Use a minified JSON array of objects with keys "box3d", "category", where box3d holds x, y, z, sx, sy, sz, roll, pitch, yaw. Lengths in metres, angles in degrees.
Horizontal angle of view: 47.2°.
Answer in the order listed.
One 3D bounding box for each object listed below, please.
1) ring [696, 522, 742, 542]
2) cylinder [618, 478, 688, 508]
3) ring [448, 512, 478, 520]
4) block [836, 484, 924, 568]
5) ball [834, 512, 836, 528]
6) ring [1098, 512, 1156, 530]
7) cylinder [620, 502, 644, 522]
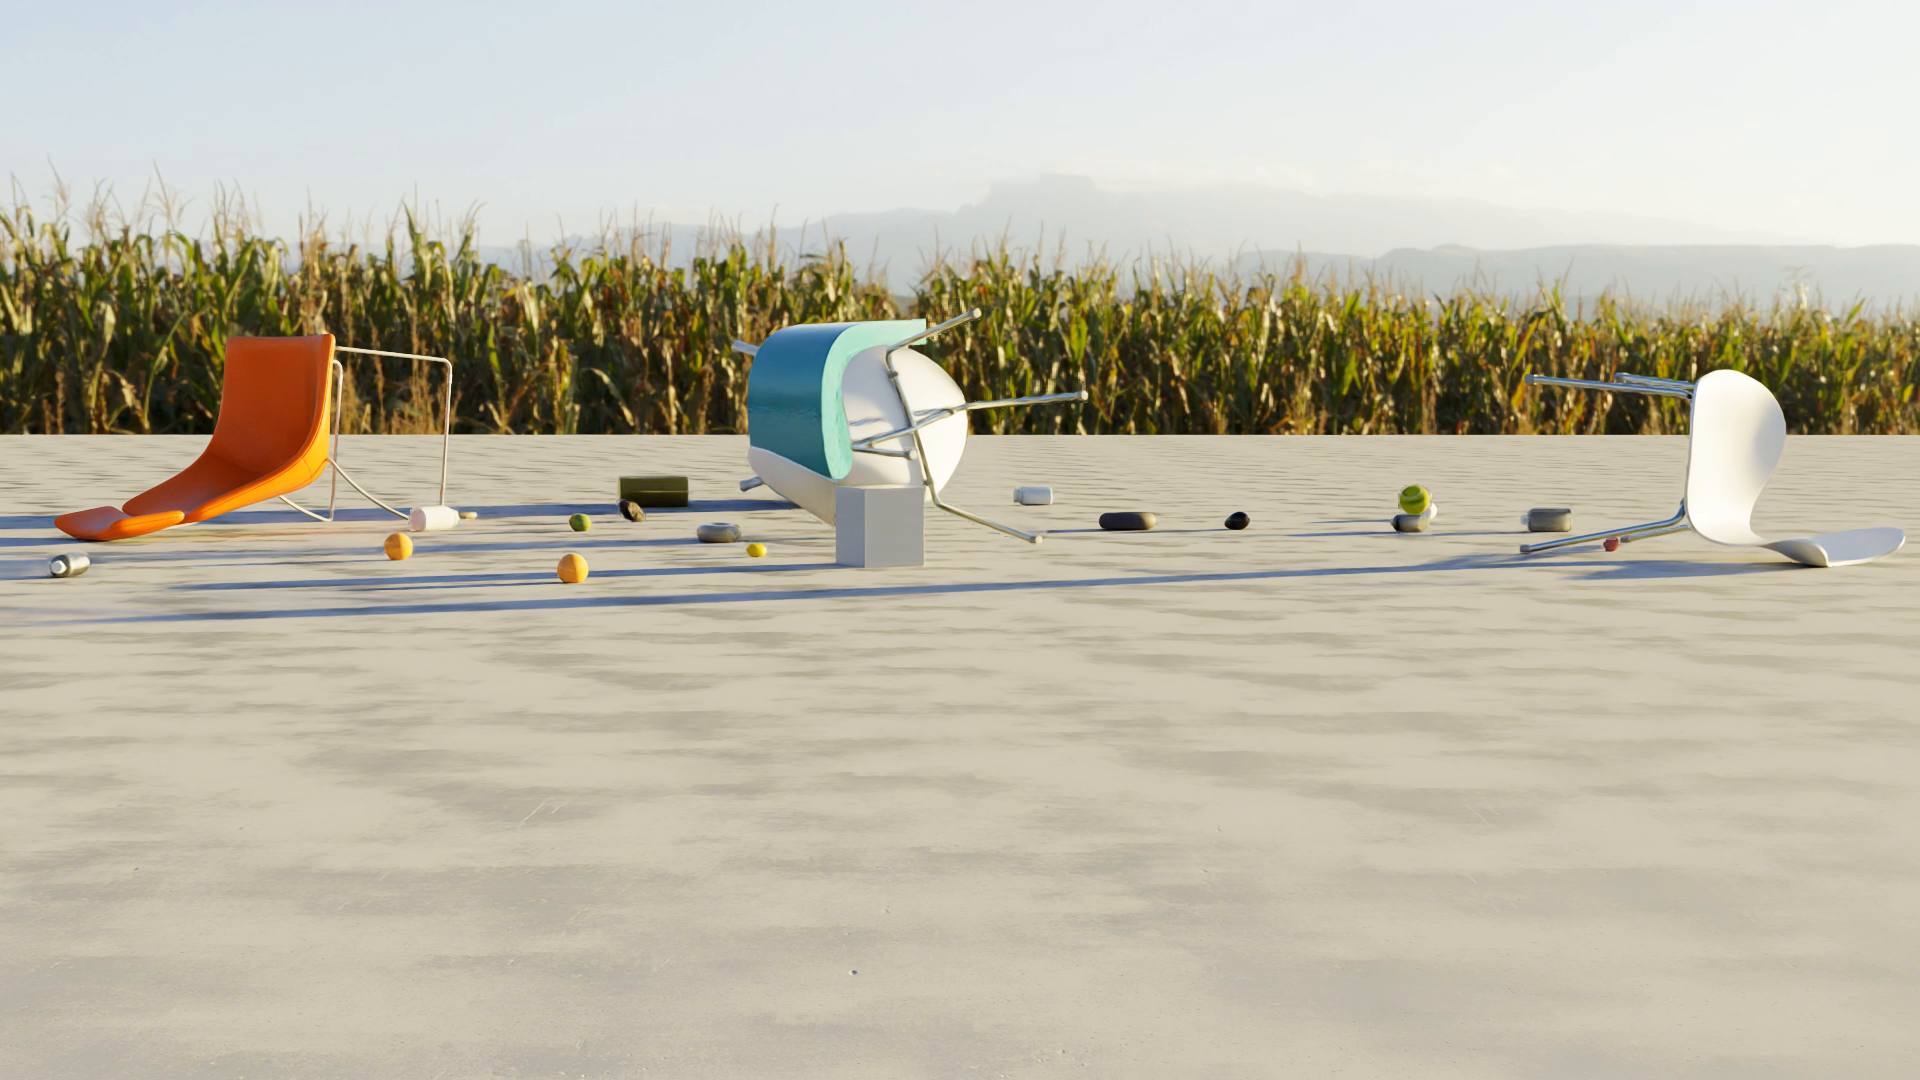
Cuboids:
[{"box3d":[-0.713,-0.022,6.501,0.131,0.052,0.226,0,4,-11],"category":"ring"},{"box3d":[-1.169,-0.183,8.379,0.256,0.113,0.116,-1,-10,-14],"category":"cylinder"},{"box3d":[-1.726,-0.085,7.621,0.106,0.022,0.060,-3,6,-33],"category":"ring"},{"box3d":[-0.206,-0.037,5.627,0.165,0.199,0.180,-2,4,-27],"category":"block"},{"box3d":[-0.322,-0.061,6.596,0.116,0.116,0.116,0,4,0],"category":"ball"},{"box3d":[0.536,-0.061,7.039,0.184,0.055,0.155,-1,3,-1],"category":"ring"},{"box3d":[-1.112,-0.096,7.441,0.042,0.081,0.066,-44,26,-25],"category":"cylinder"}]
